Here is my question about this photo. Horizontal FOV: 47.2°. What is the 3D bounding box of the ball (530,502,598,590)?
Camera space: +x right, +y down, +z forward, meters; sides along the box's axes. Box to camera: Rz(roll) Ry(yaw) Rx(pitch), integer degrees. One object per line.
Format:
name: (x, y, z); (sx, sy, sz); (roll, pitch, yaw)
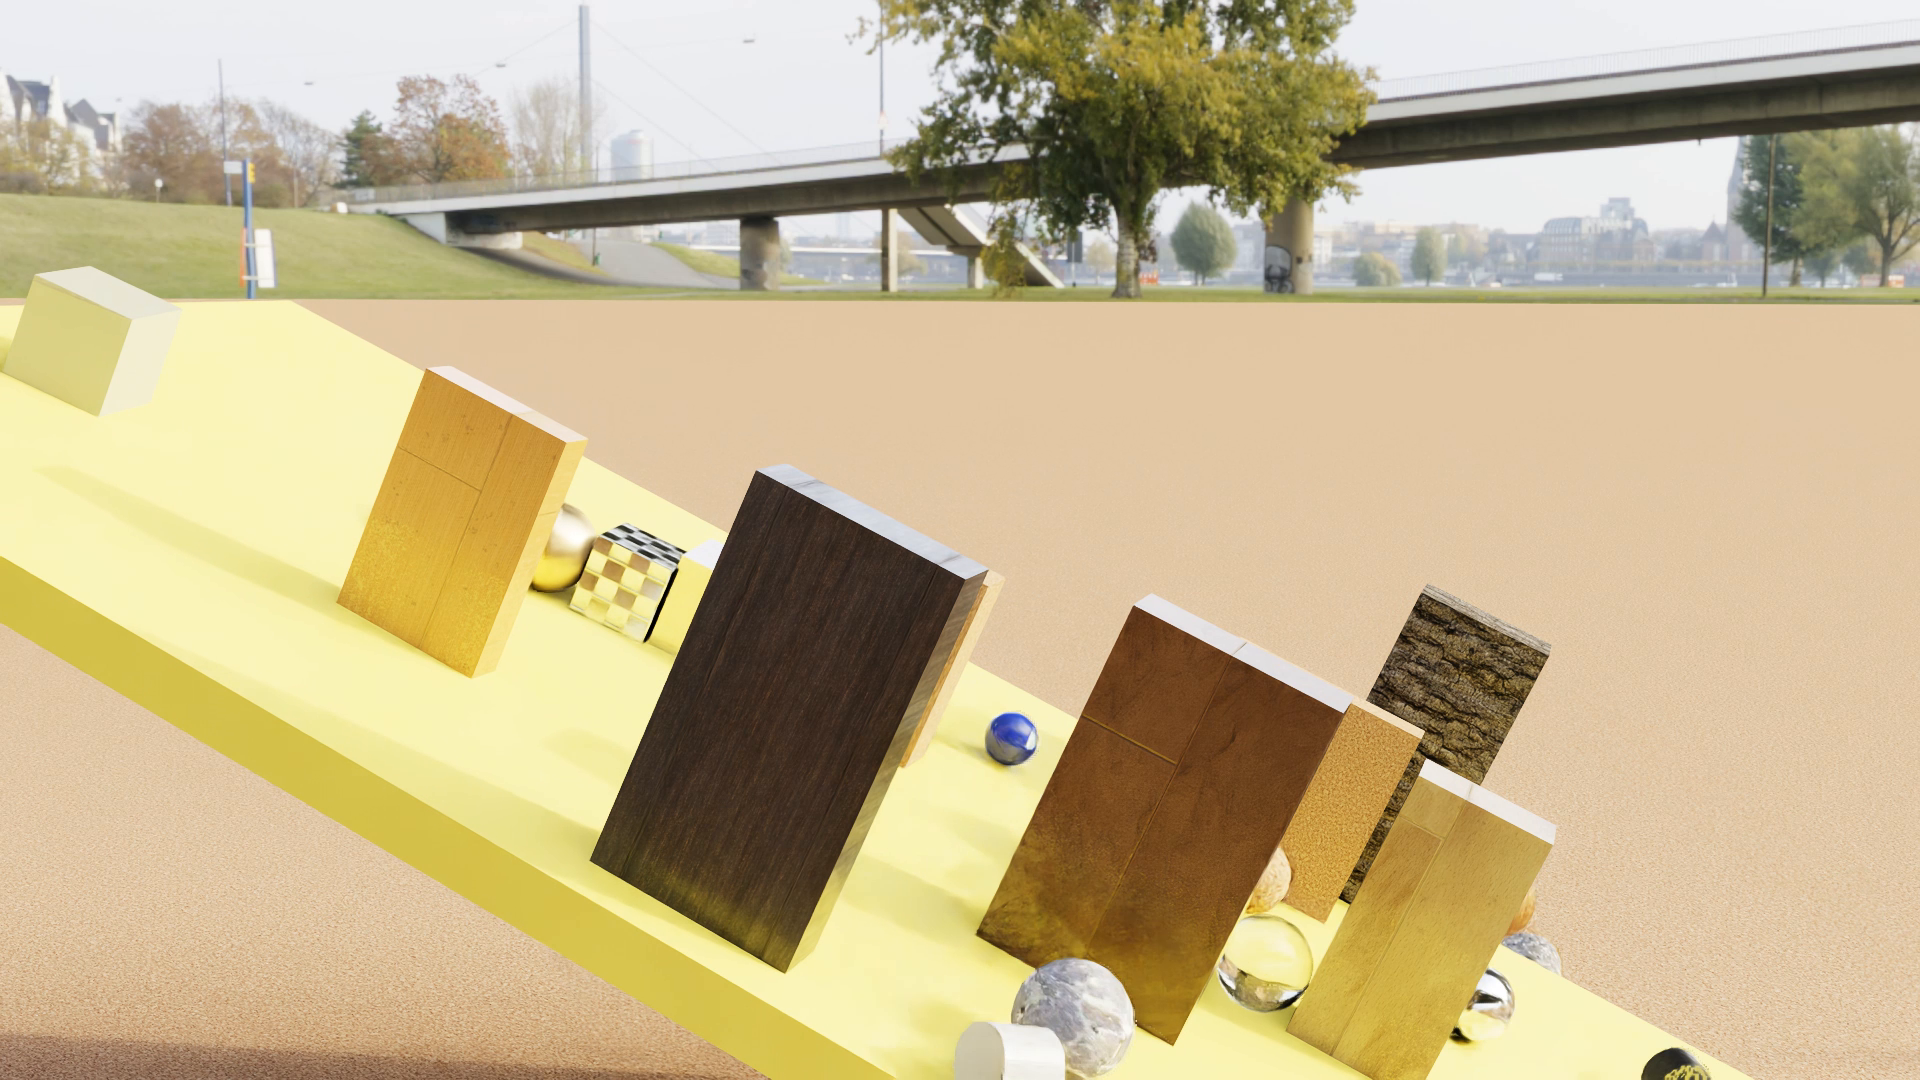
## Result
ball: (-0.805, 0.011, 4.335); (0.179, 0.179, 0.179); (0, 7, 0)

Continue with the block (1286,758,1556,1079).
block: (0.802, 0.678, 3.834); (0.247, 0.521, 0.137); (27, 14, 12)

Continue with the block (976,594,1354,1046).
block: (0.334, 0.458, 3.629); (0.373, 0.628, 0.138); (27, 14, 12)

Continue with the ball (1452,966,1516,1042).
ball: (0.982, 0.880, 4.183); (0.147, 0.147, 0.147); (0, 7, 0)

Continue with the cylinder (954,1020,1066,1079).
cylinder: (0.071, 0.751, 3.152); (0.114, 0.114, 0.114); (15, -4, -37)

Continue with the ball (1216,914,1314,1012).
ball: (0.535, 0.744, 3.870); (0.171, 0.171, 0.171); (0, 7, 0)

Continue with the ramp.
ramp: (-0.266, 0.455, 4.172); (4.000, 0.100, 2.000); (27, 14, 12)

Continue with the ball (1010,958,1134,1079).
ball: (0.168, 0.720, 3.297); (0.185, 0.185, 0.185); (0, 7, 0)

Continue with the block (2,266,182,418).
block: (-1.683, -0.388, 4.275); (0.206, 0.206, 0.206); (25, 13, 2)

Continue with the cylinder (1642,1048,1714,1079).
cylinder: (1.397, 1.064, 4.249); (0.117, 0.117, 0.117); (-1, 18, -7)

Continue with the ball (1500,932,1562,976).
ball: (1.297, 0.981, 5.041); (0.160, 0.160, 0.160); (0, 7, 0)

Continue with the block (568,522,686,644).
block: (-0.647, 0.084, 4.363); (0.163, 0.163, 0.163); (26, 13, 5)

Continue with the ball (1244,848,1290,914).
ball: (0.570, 0.656, 4.310); (0.154, 0.154, 0.154); (0, 7, 0)

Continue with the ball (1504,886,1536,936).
ball: (1.509, 1.009, 6.163); (0.200, 0.200, 0.200); (0, 7, 0)

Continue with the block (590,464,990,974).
block: (-0.259, 0.264, 3.269); (0.349, 0.662, 0.119); (27, 14, 12)

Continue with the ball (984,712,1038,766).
ball: (0.105, 0.409, 4.534); (0.113, 0.113, 0.113); (0, 7, 0)

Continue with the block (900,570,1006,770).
block: (-0.172, 0.175, 4.322); (0.377, 0.403, 0.123); (27, 14, 12)

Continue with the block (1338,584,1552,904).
block: (0.961, 0.458, 4.643); (0.285, 0.665, 0.147); (27, 14, 12)

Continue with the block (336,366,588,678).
block: (-0.862, -0.031, 3.800); (0.288, 0.454, 0.082); (27, 14, 12)

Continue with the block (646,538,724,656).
block: (-0.474, 0.140, 4.381); (0.194, 0.194, 0.194); (26, 13, 5)

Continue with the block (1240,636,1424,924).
block: (0.659, 0.490, 4.494); (0.415, 0.435, 0.080); (27, 14, 12)
